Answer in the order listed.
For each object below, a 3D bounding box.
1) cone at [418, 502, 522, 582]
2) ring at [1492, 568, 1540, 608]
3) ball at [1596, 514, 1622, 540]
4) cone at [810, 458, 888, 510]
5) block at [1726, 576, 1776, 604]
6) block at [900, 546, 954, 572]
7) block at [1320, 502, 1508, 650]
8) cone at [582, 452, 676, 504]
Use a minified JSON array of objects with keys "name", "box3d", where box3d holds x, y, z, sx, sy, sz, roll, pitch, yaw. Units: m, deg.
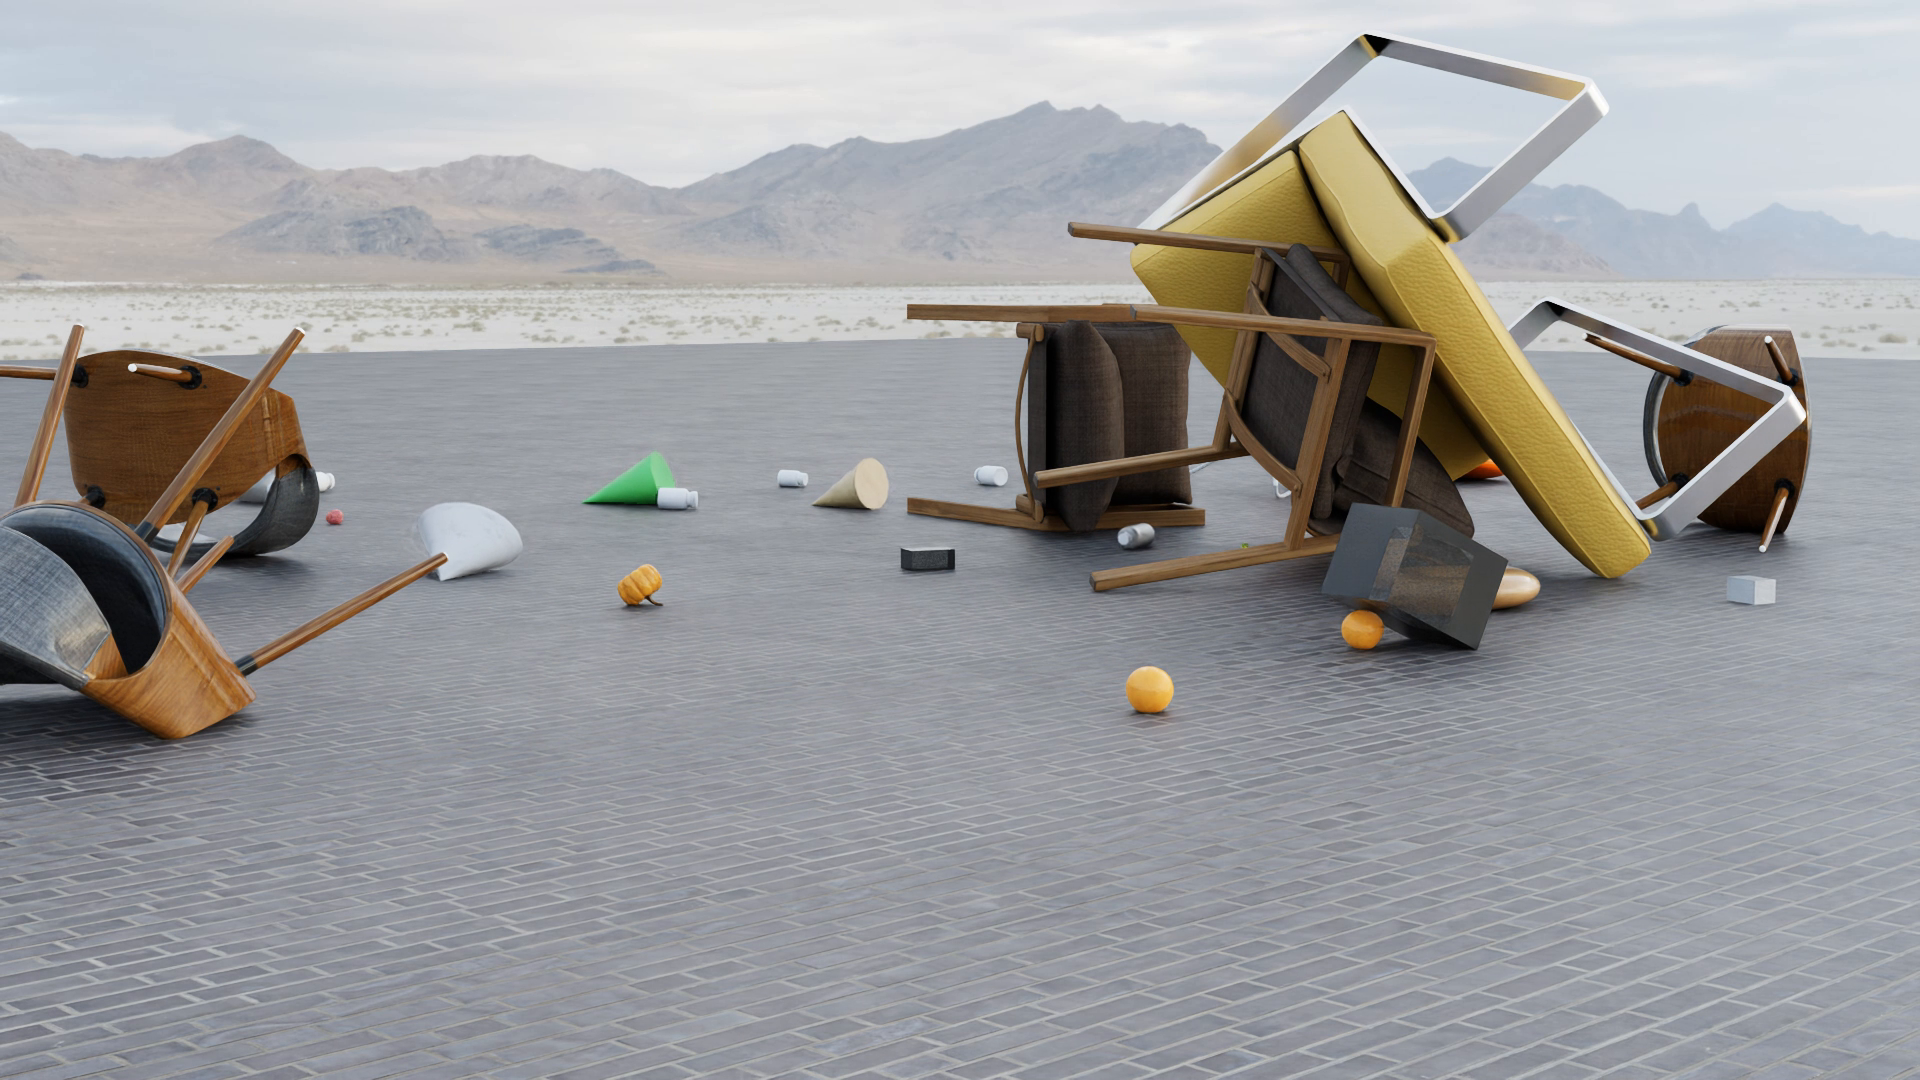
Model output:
[{"name":"cone","box3d":[-1.110,0.040,5.645,0.238,0.158,0.234,13,26,0]},{"name":"ring","box3d":[0.960,0.092,5.164,0.407,0.075,0.349,0,5,9]},{"name":"ball","box3d":[1.621,-0.031,6.404,0.064,0.064,0.064,0,6,0]},{"name":"cone","box3d":[-0.341,-0.130,7.325,0.215,0.140,0.204,-19,18,28]},{"name":"block","box3d":[1.603,0.101,5.199,0.054,0.048,0.080,-3,6,-25]},{"name":"block","box3d":[-0.072,0.042,5.782,0.105,0.045,0.066,-2,6,-23]},{"name":"block","box3d":[0.805,0.064,4.544,0.238,0.171,0.172,26,-9,-33]},{"name":"cone","box3d":[-0.979,-0.143,7.429,0.256,0.159,0.251,-17,1,7]}]
